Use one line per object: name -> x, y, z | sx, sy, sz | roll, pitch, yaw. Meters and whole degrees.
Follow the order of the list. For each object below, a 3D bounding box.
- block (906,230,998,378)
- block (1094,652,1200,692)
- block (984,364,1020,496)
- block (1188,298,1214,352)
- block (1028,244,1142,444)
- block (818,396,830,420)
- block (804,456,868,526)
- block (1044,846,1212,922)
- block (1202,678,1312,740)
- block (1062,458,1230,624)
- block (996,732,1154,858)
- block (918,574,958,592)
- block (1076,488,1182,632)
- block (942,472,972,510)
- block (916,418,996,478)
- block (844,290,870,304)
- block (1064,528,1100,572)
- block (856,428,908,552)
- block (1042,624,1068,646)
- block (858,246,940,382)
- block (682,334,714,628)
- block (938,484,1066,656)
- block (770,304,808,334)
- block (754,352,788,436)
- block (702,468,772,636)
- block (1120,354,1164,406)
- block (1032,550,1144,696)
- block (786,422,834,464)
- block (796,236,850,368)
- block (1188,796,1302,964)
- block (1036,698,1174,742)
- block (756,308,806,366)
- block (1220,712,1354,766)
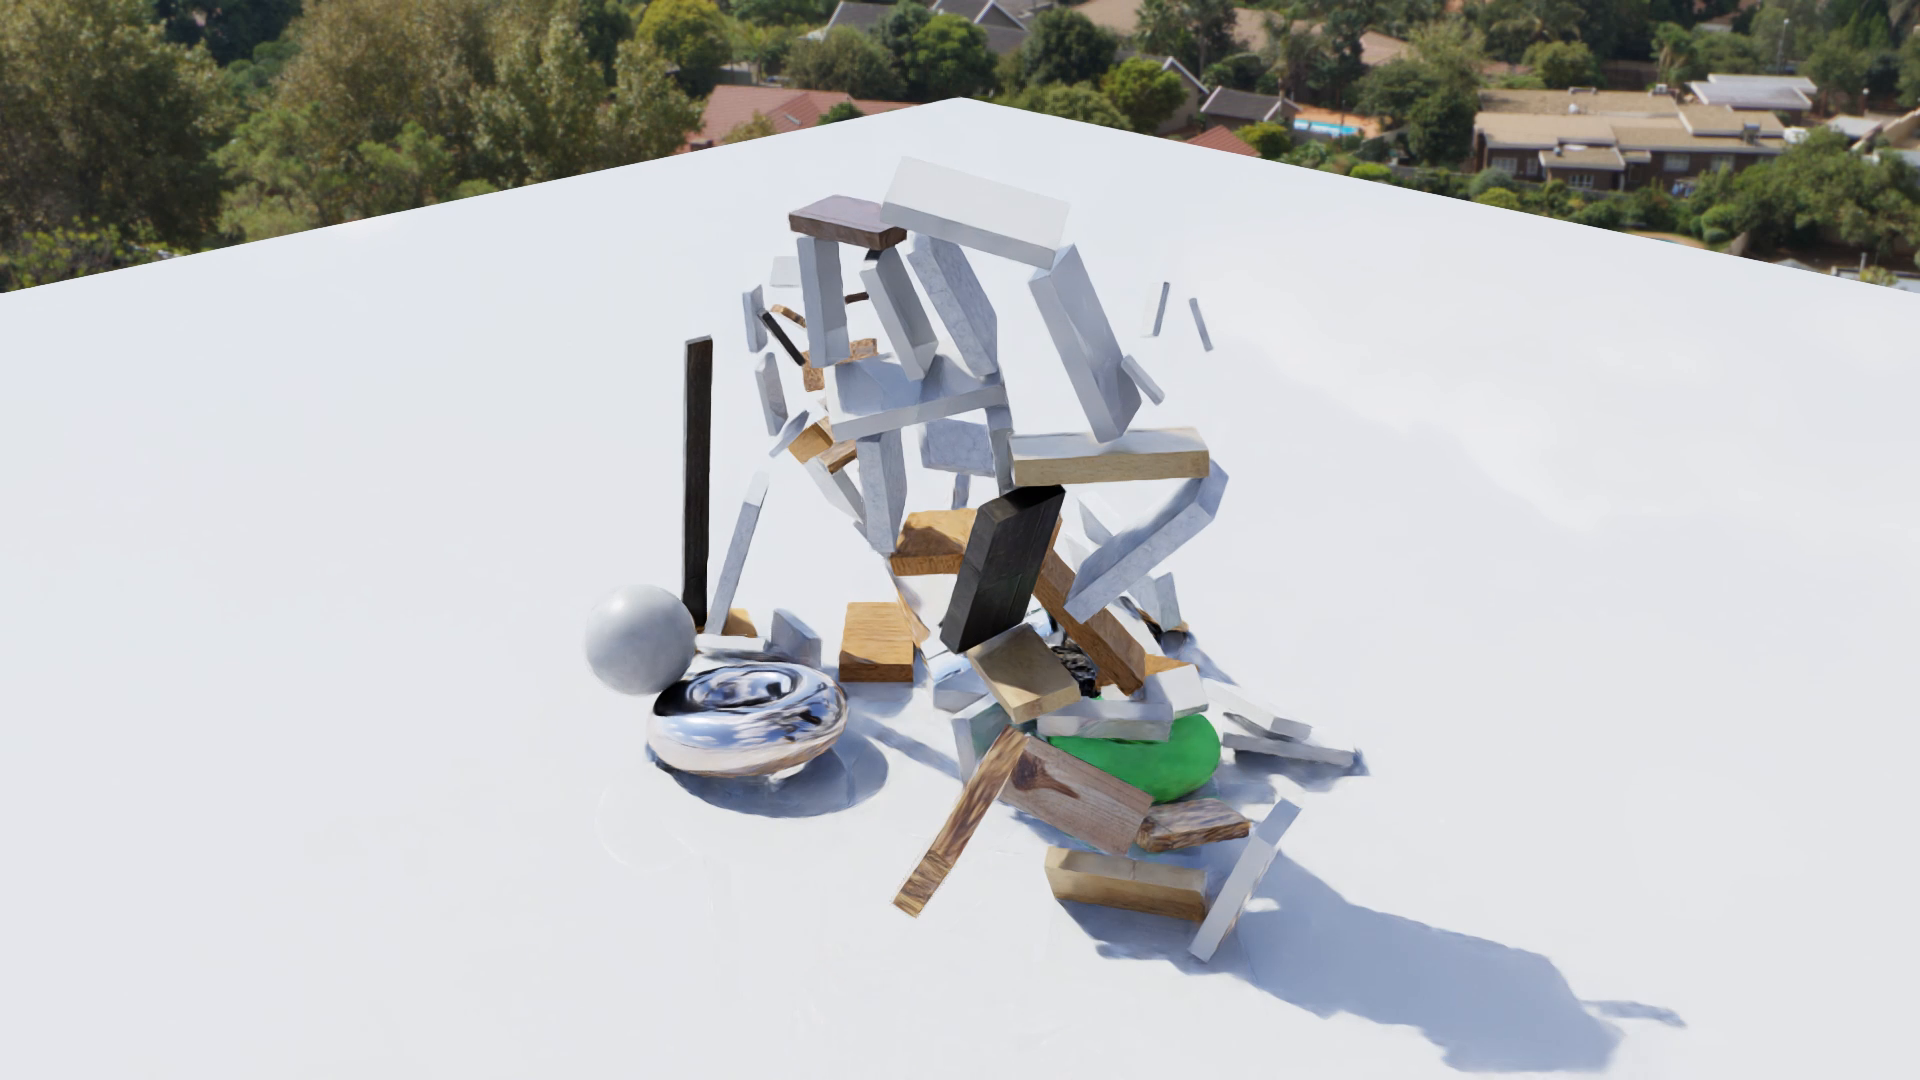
block -> -0.012, -0.458, 3.983 | 0.044, 0.311, 0.155 | -15, 43, 17
block -> 0.393, 0.292, 4.645 | 0.208, 0.101, 0.029 | 12, -8, 28
block -> 0.085, -0.170, 4.268 | 0.046, 0.327, 0.163 | -10, 52, 1
block -> 0.428, -0.382, 3.905 | 0.014, 0.099, 0.050 | -18, 3, 8
block -> 0.225, -0.349, 3.913 | 0.044, 0.324, 0.155 | -15, 22, 28
block -> -0.253, -0.250, 4.473 | 0.022, 0.078, 0.156 | -35, 12, -3
block -> -0.271, -0.122, 4.732 | 0.111, 0.222, 0.031 | 32, 75, 31
block -> 0.311, 0.638, 4.073 | 0.294, 0.147, 0.042 | 7, 60, 16
block -> 0.627, 0.358, 4.669 | 0.117, 0.033, 0.235 | 17, 7, -36
block -> 0.343, 0.003, 4.060 | 0.049, 0.347, 0.173 | 44, 32, -10
block -> 0.211, 0.471, 4.037 | 0.262, 0.131, 0.037 | 27, -1, -9
block -> -0.012, 0.098, 5.187 | 0.155, 0.022, 0.077 | -3, -13, -36
block -> 0.390, 0.044, 5.095 | 0.046, 0.161, 0.375 | -25, 40, -13
block -> -0.013, -0.076, 5.441 | 0.039, 0.273, 0.136 | 10, -5, -9
block -> 0.005, -0.201, 4.748 | 0.222, 0.111, 0.031 | 7, -25, -41
block -> -0.198, -0.474, 4.275 | 0.117, 0.017, 0.059 | -13, 10, -6
block -> 0.304, 0.048, 5.189 | 0.029, 0.101, 0.202 | -19, 19, -11
block -> -0.152, -0.143, 4.330 | 0.046, 0.327, 0.163 | 4, 51, 8
block -> 0.218, 0.161, 5.048 | 0.077, 0.155, 0.022 | 15, 5, 24
block -> -0.111, -0.425, 4.034 | 0.034, 0.240, 0.120 | -11, 33, 22
block -> -0.588, -0.110, 4.895 | 0.059, 0.826, 0.017 | -16, 46, -24
block -> 0.076, 0.048, 4.044 | 0.173, 0.346, 0.049 | -25, 56, -36
block -> -0.307, -0.420, 4.262 | 0.117, 0.017, 0.058 | 30, -4, -28
block -> -0.379, -0.293, 4.423 | 0.018, 0.169, 0.063 | 9, 45, 19
block -> -0.514, 0.042, 5.047 | 0.039, 0.417, 0.136 | 18, 35, -4
block -> 0.329, -0.288, 3.952 | 0.014, 0.099, 0.049 | -40, 8, 21
block -> 0.256, 0.159, 4.481 | 0.046, 0.321, 0.161 | -38, 16, 18
block -> -0.311, -0.199, 4.514 | 0.117, 0.058, 0.017 | -26, 20, 52
block -> -0.254, -0.451, 4.112 | 0.034, 0.240, 0.120 | -2, 13, 19
block -> 0.511, 0.611, 3.952 | 0.042, 0.294, 0.147 | 32, 32, 14
block -> 0.282, 0.352, 4.314 | 0.262, 0.131, 0.037 | 3, 68, 2
block -> -0.350, -0.395, 4.291 | 0.018, 0.125, 0.063 | -39, 19, -6
block -> 0.692, 0.422, 4.665 | 0.275, 0.033, 0.117 | 8, 18, 3
